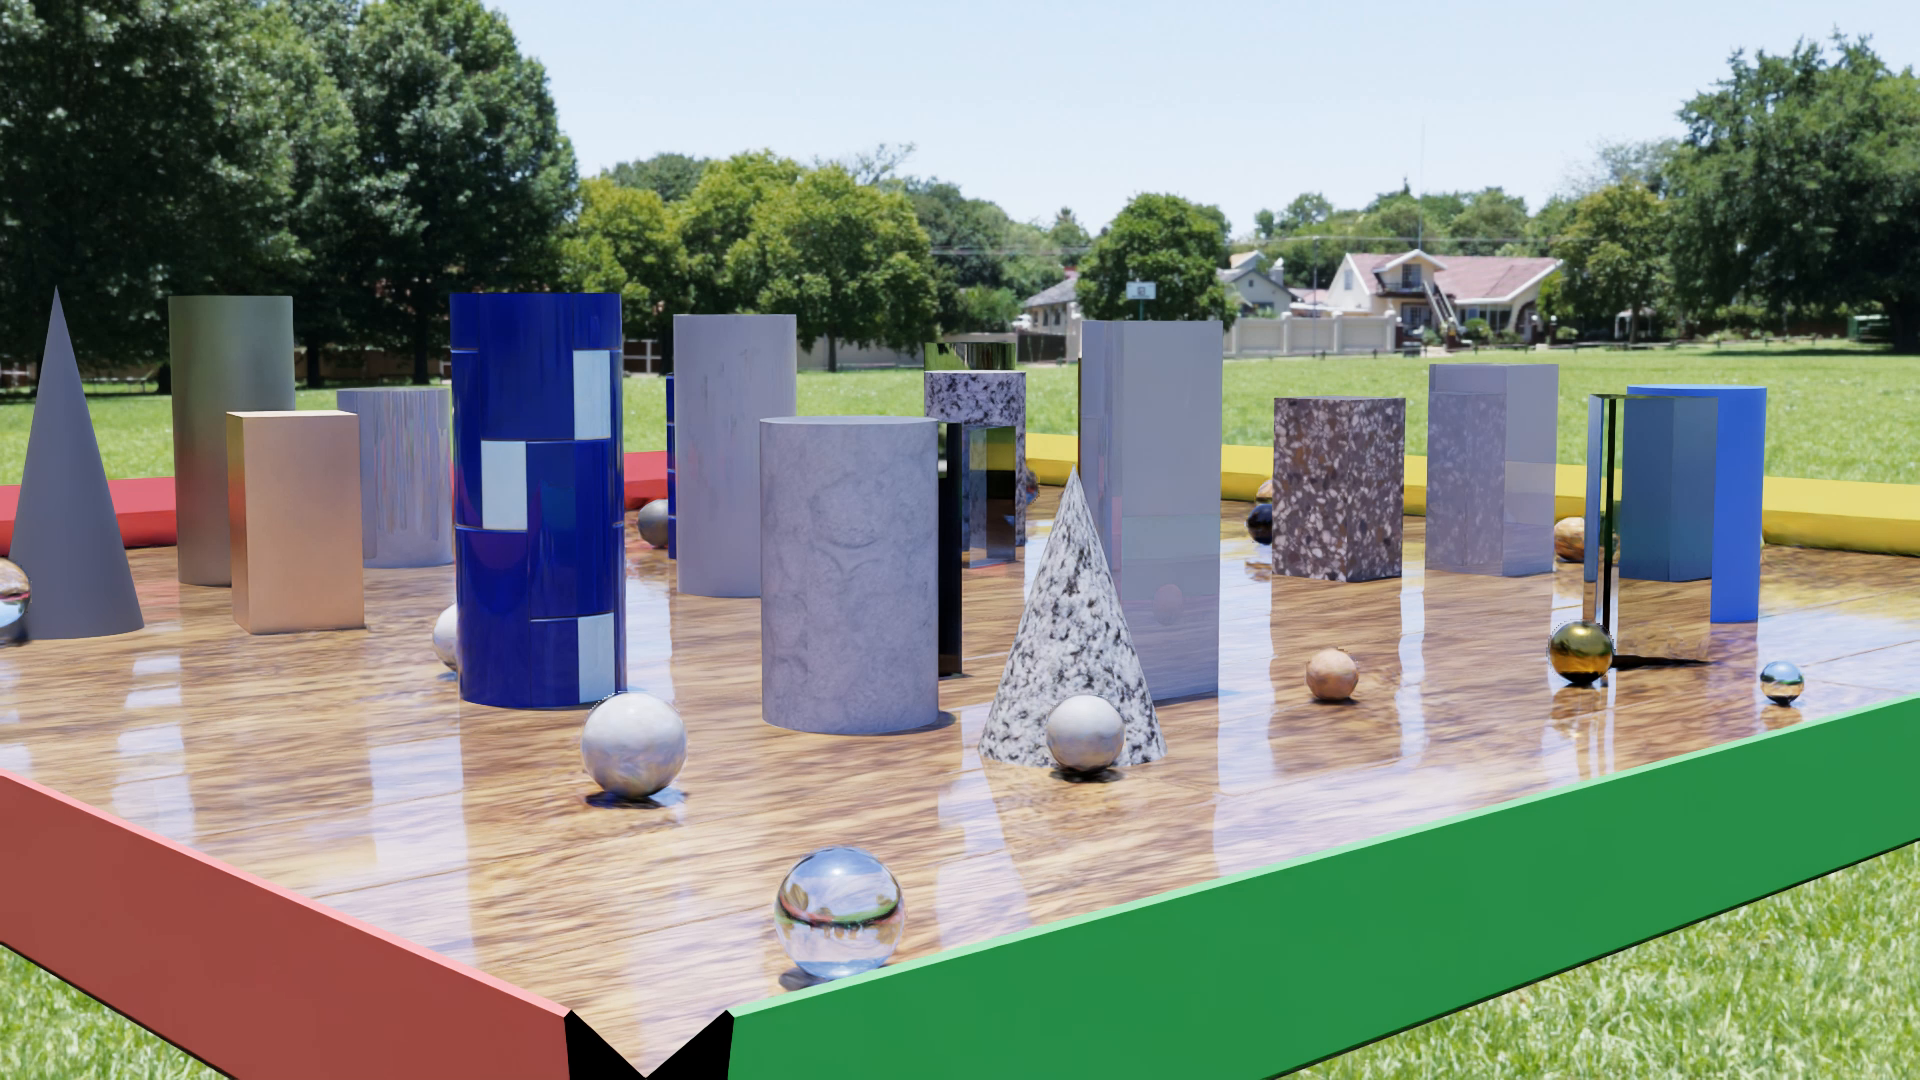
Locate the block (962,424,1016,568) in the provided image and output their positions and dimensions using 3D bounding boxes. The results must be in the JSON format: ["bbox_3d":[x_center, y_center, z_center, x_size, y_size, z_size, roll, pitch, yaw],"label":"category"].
[{"bbox_3d":[-0.008,-0.080,3.876,0.155,0.239,0.155,4,7,32],"label":"block"}]

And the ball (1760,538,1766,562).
[{"bbox_3d":[1.315,0.014,3.716,0.086,0.086,0.086,0,6,0],"label":"ball"}]

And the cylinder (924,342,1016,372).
[{"bbox_3d":[0.021,-0.225,4.600,0.193,0.375,0.193,0,6,0],"label":"cylinder"}]

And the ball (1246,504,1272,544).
[{"bbox_3d":[0.583,-0.031,4.169,0.079,0.079,0.079,0,6,0],"label":"ball"}]

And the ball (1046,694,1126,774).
[{"bbox_3d":[0.120,0.186,2.105,0.076,0.076,0.076,0,6,0],"label":"ball"}]

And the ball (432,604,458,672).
[{"bbox_3d":[-0.595,0.119,2.680,0.092,0.092,0.092,0,6,0],"label":"ball"}]

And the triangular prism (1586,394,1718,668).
[{"bbox_3d":[0.847,-0.017,2.811,0.167,0.335,0.145,-2,6,-19],"label":"triangular prism"}]

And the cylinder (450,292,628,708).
[{"bbox_3d":[-0.485,-0.052,2.537,0.193,0.462,0.193,0,6,0],"label":"cylinder"}]

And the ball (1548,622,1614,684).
[{"bbox_3d":[0.741,0.134,2.623,0.074,0.074,0.074,0,6,0],"label":"ball"}]

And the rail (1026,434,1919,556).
[{"bbox_3d":[1.245,-0.087,4.475,0.045,0.126,3.298,-6,8,-42],"label":"rail"}]

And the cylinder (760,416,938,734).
[{"bbox_3d":[-0.120,0.032,2.393,0.193,0.326,0.193,0,6,0],"label":"cylinder"}]

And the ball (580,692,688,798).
[{"bbox_3d":[-0.297,0.187,2.007,0.097,0.097,0.097,0,6,0],"label":"ball"}]

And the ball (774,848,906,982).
[{"bbox_3d":[-0.080,0.249,1.464,0.088,0.088,0.088,0,6,0],"label":"ball"}]

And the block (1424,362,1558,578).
[{"bbox_3d":[0.907,-0.124,3.754,0.155,0.352,0.155,-6,8,-43],"label":"block"}]

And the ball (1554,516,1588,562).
[{"bbox_3d":[1.086,-0.002,3.889,0.079,0.079,0.079,0,6,0],"label":"ball"}]

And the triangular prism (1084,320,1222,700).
[{"bbox_3d":[0.193,-0.039,2.563,0.167,0.431,0.145,-5,8,-40],"label":"triangular prism"}]

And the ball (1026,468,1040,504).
[{"bbox_3d":[0.135,-0.122,4.989,0.089,0.089,0.089,0,6,0],"label":"ball"}]

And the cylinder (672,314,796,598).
[{"bbox_3d":[-0.354,-0.138,3.484,0.193,0.436,0.193,0,6,0],"label":"cylinder"}]

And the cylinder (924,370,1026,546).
[{"bbox_3d":[0.029,-0.158,4.201,0.193,0.326,0.193,0,6,0],"label":"cylinder"}]

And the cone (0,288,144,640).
[{"bbox_3d":[-1.240,-0.113,3.042,0.193,0.478,0.193,0,6,0],"label":"cone"}]

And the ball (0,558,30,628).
[{"bbox_3d":[-1.289,0.070,2.929,0.095,0.095,0.095,0,6,0],"label":"ball"}]

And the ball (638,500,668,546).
[{"bbox_3d":[-0.562,-0.032,4.132,0.089,0.089,0.089,0,6,0],"label":"ball"}]

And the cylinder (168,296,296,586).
[{"bbox_3d":[-1.193,-0.167,3.620,0.193,0.466,0.193,0,6,0],"label":"cylinder"}]

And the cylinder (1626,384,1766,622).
[{"bbox_3d":[1.071,-0.058,3.214,0.193,0.332,0.193,0,6,0],"label":"cylinder"}]

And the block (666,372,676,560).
[{"bbox_3d":[-0.415,-0.130,3.909,0.155,0.331,0.155,-4,7,-36],"label":"block"}]

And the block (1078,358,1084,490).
[{"bbox_3d":[0.329,-0.169,4.179,0.155,0.352,0.155,-3,7,-26],"label":"block"}]

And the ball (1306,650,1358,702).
[{"bbox_3d":[0.424,0.154,2.503,0.059,0.059,0.059,0,6,0],"label":"ball"}]

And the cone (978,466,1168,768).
[{"bbox_3d":[0.114,0.067,2.217,0.193,0.292,0.193,0,6,0],"label":"cone"}]

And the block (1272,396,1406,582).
[{"bbox_3d":[0.635,-0.090,3.691,0.155,0.297,0.155,-6,8,-43],"label":"block"}]

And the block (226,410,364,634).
[{"bbox_3d":[-0.940,-0.029,3.106,0.155,0.298,0.155,-3,7,-26],"label":"block"}]

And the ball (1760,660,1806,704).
[{"bbox_3d":[0.932,0.161,2.491,0.048,0.048,0.048,0,6,0],"label":"ball"}]

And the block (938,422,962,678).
[{"bbox_3d":[-0.106,0.010,2.689,0.155,0.308,0.155,-4,7,-37],"label":"block"}]

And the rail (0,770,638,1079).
[{"bbox_3d":[-1.245,0.153,2.189,0.045,0.126,3.298,-6,8,-42],"label":"rail"}]

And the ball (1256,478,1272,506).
[{"bbox_3d":[0.671,-0.087,4.652,0.089,0.089,0.089,0,6,0],"label":"ball"}]

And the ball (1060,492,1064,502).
[{"bbox_3d":[0.245,-0.089,4.852,0.052,0.052,0.052,0,6,0],"label":"ball"}]

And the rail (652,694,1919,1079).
[{"bbox_3d":[1.102,0.157,2.144,3.436,0.126,0.045,-6,8,-42],"label":"rail"}]

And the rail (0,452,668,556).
[{"bbox_3d":[-1.102,-0.092,4.520,3.436,0.126,0.045,-6,8,-42],"label":"rail"}]

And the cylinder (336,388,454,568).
[{"bbox_3d":[-0.994,-0.113,3.874,0.193,0.304,0.193,0,6,0],"label":"cylinder"}]
